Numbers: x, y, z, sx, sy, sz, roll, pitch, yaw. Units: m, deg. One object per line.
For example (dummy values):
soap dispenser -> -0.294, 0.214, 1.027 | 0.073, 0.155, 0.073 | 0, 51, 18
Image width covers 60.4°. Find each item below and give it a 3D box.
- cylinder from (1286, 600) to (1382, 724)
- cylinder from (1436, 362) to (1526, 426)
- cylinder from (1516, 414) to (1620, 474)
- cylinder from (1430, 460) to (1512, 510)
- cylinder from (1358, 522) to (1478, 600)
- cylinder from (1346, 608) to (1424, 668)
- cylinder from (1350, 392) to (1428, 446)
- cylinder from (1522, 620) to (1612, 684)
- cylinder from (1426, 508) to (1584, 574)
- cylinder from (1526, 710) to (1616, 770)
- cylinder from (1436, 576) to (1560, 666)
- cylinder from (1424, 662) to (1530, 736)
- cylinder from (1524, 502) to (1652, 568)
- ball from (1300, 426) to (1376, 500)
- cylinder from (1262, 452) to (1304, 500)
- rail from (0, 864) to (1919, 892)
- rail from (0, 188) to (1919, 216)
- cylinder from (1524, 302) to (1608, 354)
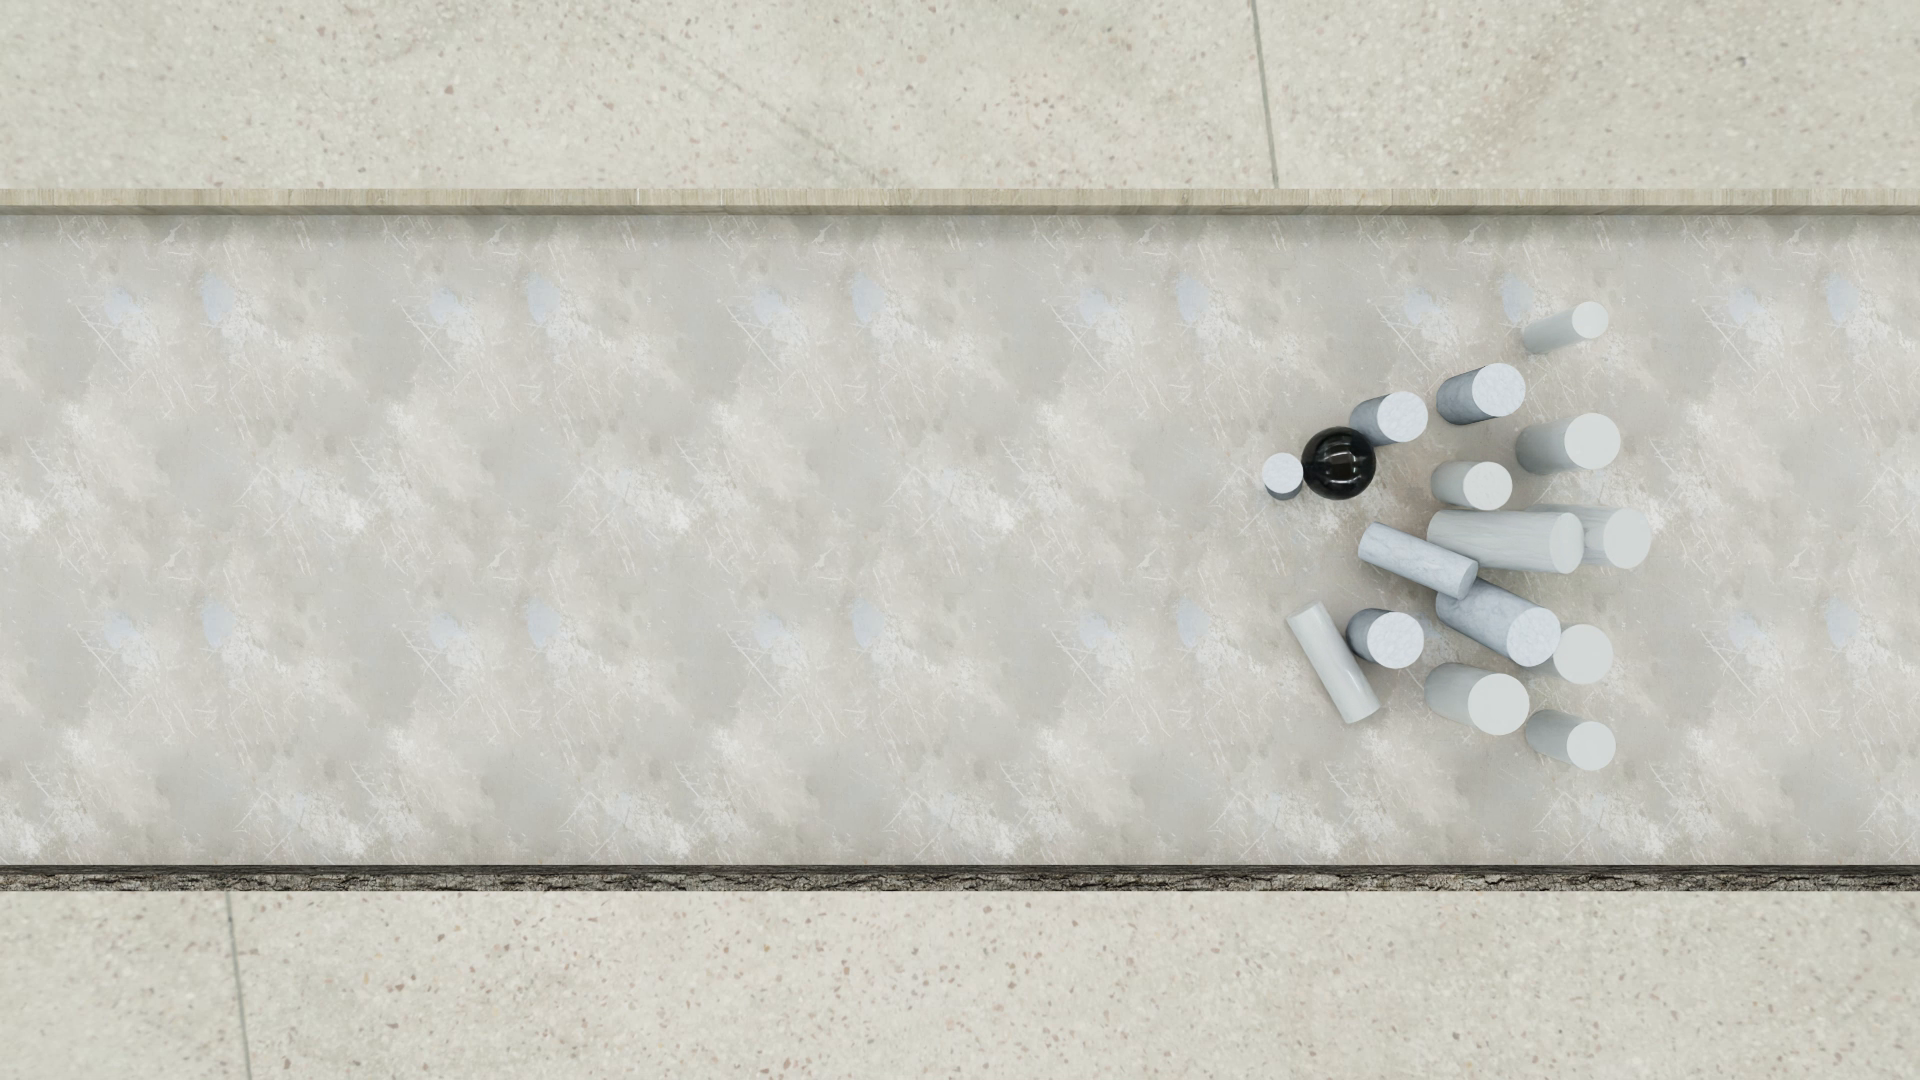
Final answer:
cylinder -> 1.136, 0.369, 5.016 | 0.120, 0.120, 0.366 | -30, 90, 0
cylinder -> 1.541, -0.430, 4.897 | 0.154, 0.359, 0.154 | 0, 90, 0
cylinder -> 1.788, -0.280, 4.870 | 0.159, 0.414, 0.159 | 0, 90, 0
cylinder -> 1.500, -0.164, 4.853 | 0.136, 0.436, 0.136 | 0, 93, 4
cylinder -> 1.369, 0.060, 4.936 | 0.326, 0.126, 0.126 | 26, 90, 32
cylinder -> 1.260, 0.289, 4.906 | 0.162, 0.334, 0.162 | 0, 90, 3
cylinder -> 1.273, -0.358, 4.913 | 0.146, 0.324, 0.146 | 0, 91, -1
cylinder -> 1.789, 0.328, 4.907 | 0.173, 0.339, 0.173 | 0, 90, 0
cylinder -> 1.602, 0.000, 4.857 | 0.174, 0.418, 0.174 | -2, 94, -37
cylinder -> 1.810, 0.591, 4.903 | 0.141, 0.347, 0.141 | 0, 90, 0
cylinder -> 1.583, 0.231, 4.869 | 0.176, 0.376, 0.176 | -4, 105, -15
cylinder -> 1.514, 0.462, 4.856 | 0.173, 0.441, 0.173 | 0, 90, 0
cylinder -> 1.838, -0.016, 4.874 | 0.175, 0.366, 0.175 | -1, 94, -21
ball -> 1.139, -0.230, 4.964 | 0.225, 0.225, 0.225 | 0, 90, 0
cylinder -> 0.953, -0.184, 4.865 | 0.114, 0.409, 0.114 | 0, 88, 12
rail -> -2.247, 1.025, 5.001 | 12.000, 0.150, 0.050 | 0, 90, 0
rail -> -2.247, -1.025, 5.002 | 12.000, 0.150, 0.050 | 0, 90, 0
cylinder -> 1.785, -0.623, 4.874 | 0.104, 0.405, 0.104 | 0, 90, 0
